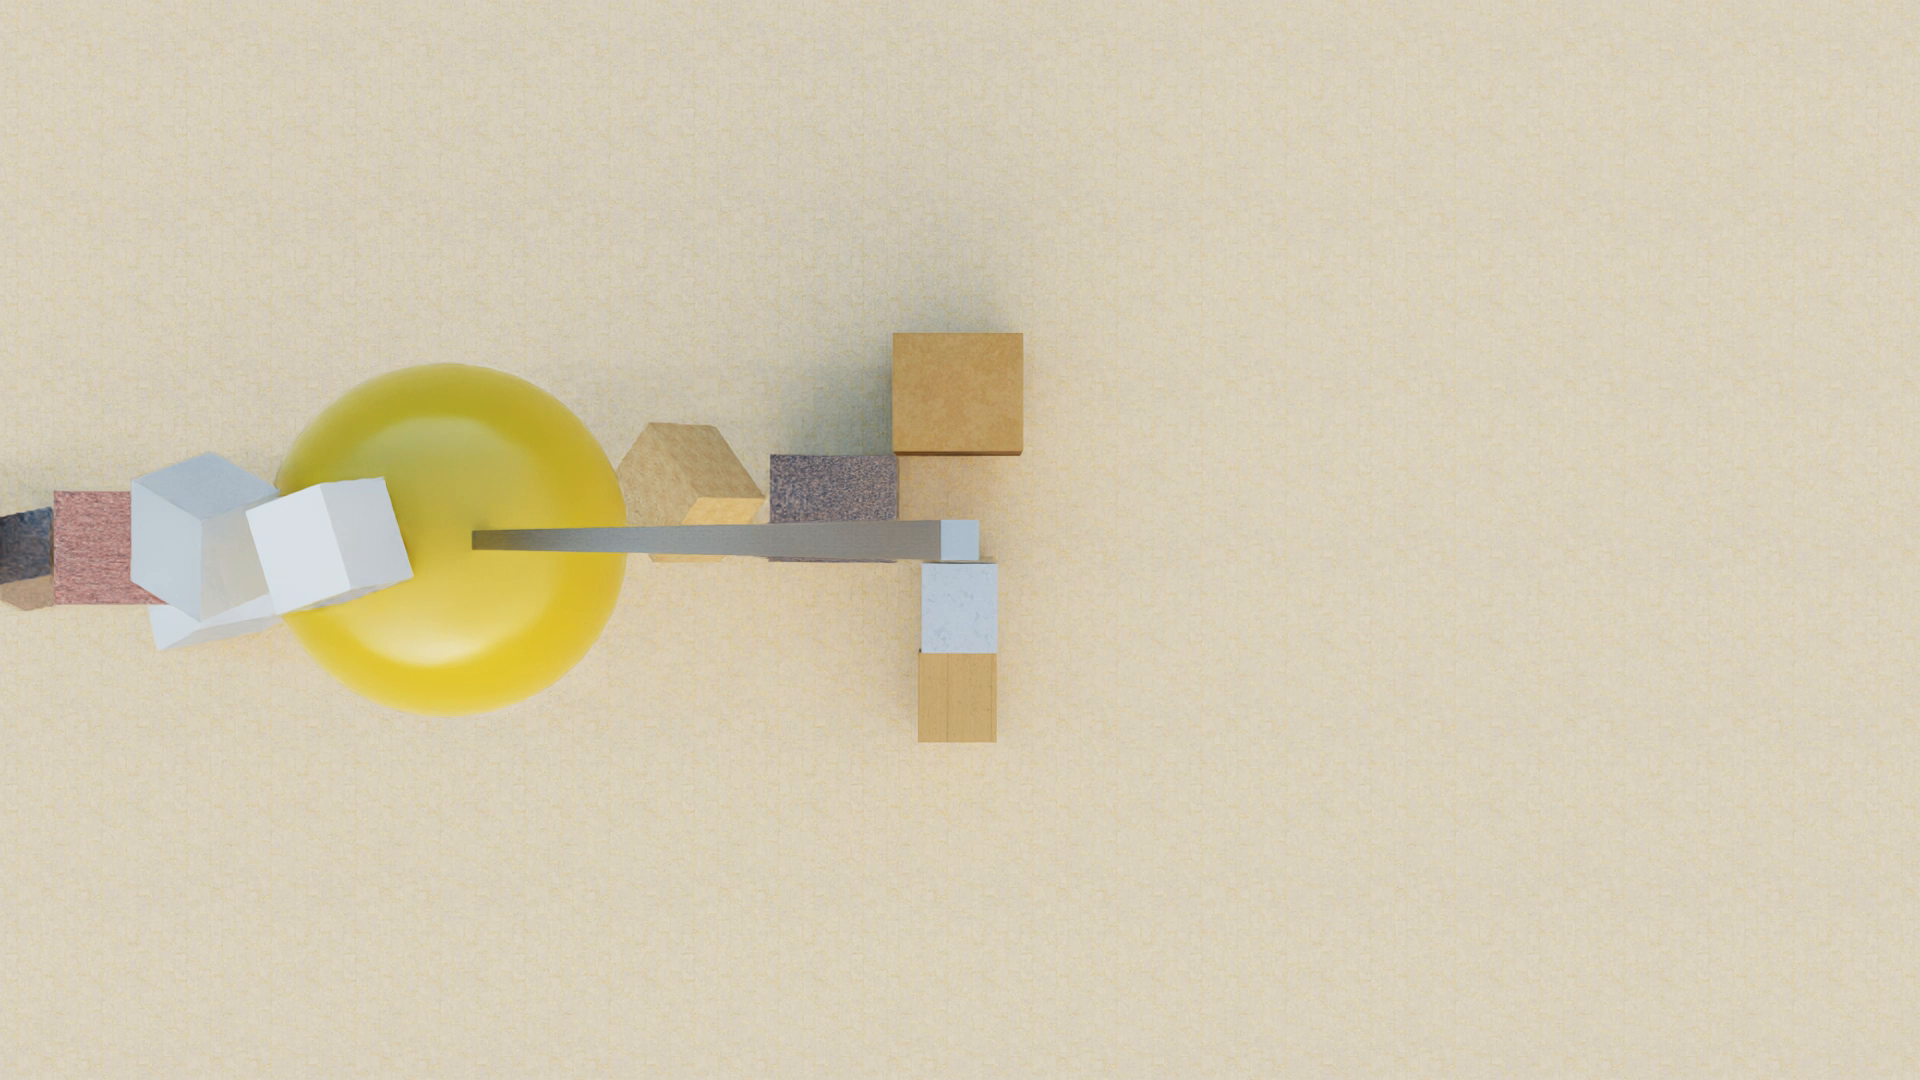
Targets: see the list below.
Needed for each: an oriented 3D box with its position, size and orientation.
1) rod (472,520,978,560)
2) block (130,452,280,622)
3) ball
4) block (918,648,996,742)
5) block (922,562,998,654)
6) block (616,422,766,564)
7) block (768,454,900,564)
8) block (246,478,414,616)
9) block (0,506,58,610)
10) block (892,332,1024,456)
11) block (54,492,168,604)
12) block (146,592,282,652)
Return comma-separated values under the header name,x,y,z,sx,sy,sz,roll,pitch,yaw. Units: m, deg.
name,x,y,z,sx,sy,sz,roll,pitch,yaw
rod,-0.995,0.000,6.746,0.080,5.200,0.080,0,90,-22
block,-3.172,-0.018,9.244,0.427,0.409,0.486,26,121,24
ball,-2.296,0.000,9.888,1.600,1.600,1.600,0,90,0
block,-0.015,0.902,12.794,0.451,0.411,0.516,0,90,0
block,-0.002,0.389,12.754,0.430,0.491,0.508,0,90,0
block,-1.551,-0.263,12.392,0.516,0.510,0.593,-52,59,27
block,-0.715,-0.175,12.662,0.710,0.677,0.602,1,90,0
block,-2.545,0.021,8.899,0.378,0.423,0.435,-18,89,21
block,-5.315,0.113,12.679,0.453,0.469,0.411,-10,71,8
block,-0.011,-0.828,12.649,0.730,0.702,0.661,0,90,0
block,-4.013,0.036,10.736,0.644,0.547,0.536,0,90,-9
block,-4.199,0.218,12.487,0.626,0.745,0.607,-12,85,-38
